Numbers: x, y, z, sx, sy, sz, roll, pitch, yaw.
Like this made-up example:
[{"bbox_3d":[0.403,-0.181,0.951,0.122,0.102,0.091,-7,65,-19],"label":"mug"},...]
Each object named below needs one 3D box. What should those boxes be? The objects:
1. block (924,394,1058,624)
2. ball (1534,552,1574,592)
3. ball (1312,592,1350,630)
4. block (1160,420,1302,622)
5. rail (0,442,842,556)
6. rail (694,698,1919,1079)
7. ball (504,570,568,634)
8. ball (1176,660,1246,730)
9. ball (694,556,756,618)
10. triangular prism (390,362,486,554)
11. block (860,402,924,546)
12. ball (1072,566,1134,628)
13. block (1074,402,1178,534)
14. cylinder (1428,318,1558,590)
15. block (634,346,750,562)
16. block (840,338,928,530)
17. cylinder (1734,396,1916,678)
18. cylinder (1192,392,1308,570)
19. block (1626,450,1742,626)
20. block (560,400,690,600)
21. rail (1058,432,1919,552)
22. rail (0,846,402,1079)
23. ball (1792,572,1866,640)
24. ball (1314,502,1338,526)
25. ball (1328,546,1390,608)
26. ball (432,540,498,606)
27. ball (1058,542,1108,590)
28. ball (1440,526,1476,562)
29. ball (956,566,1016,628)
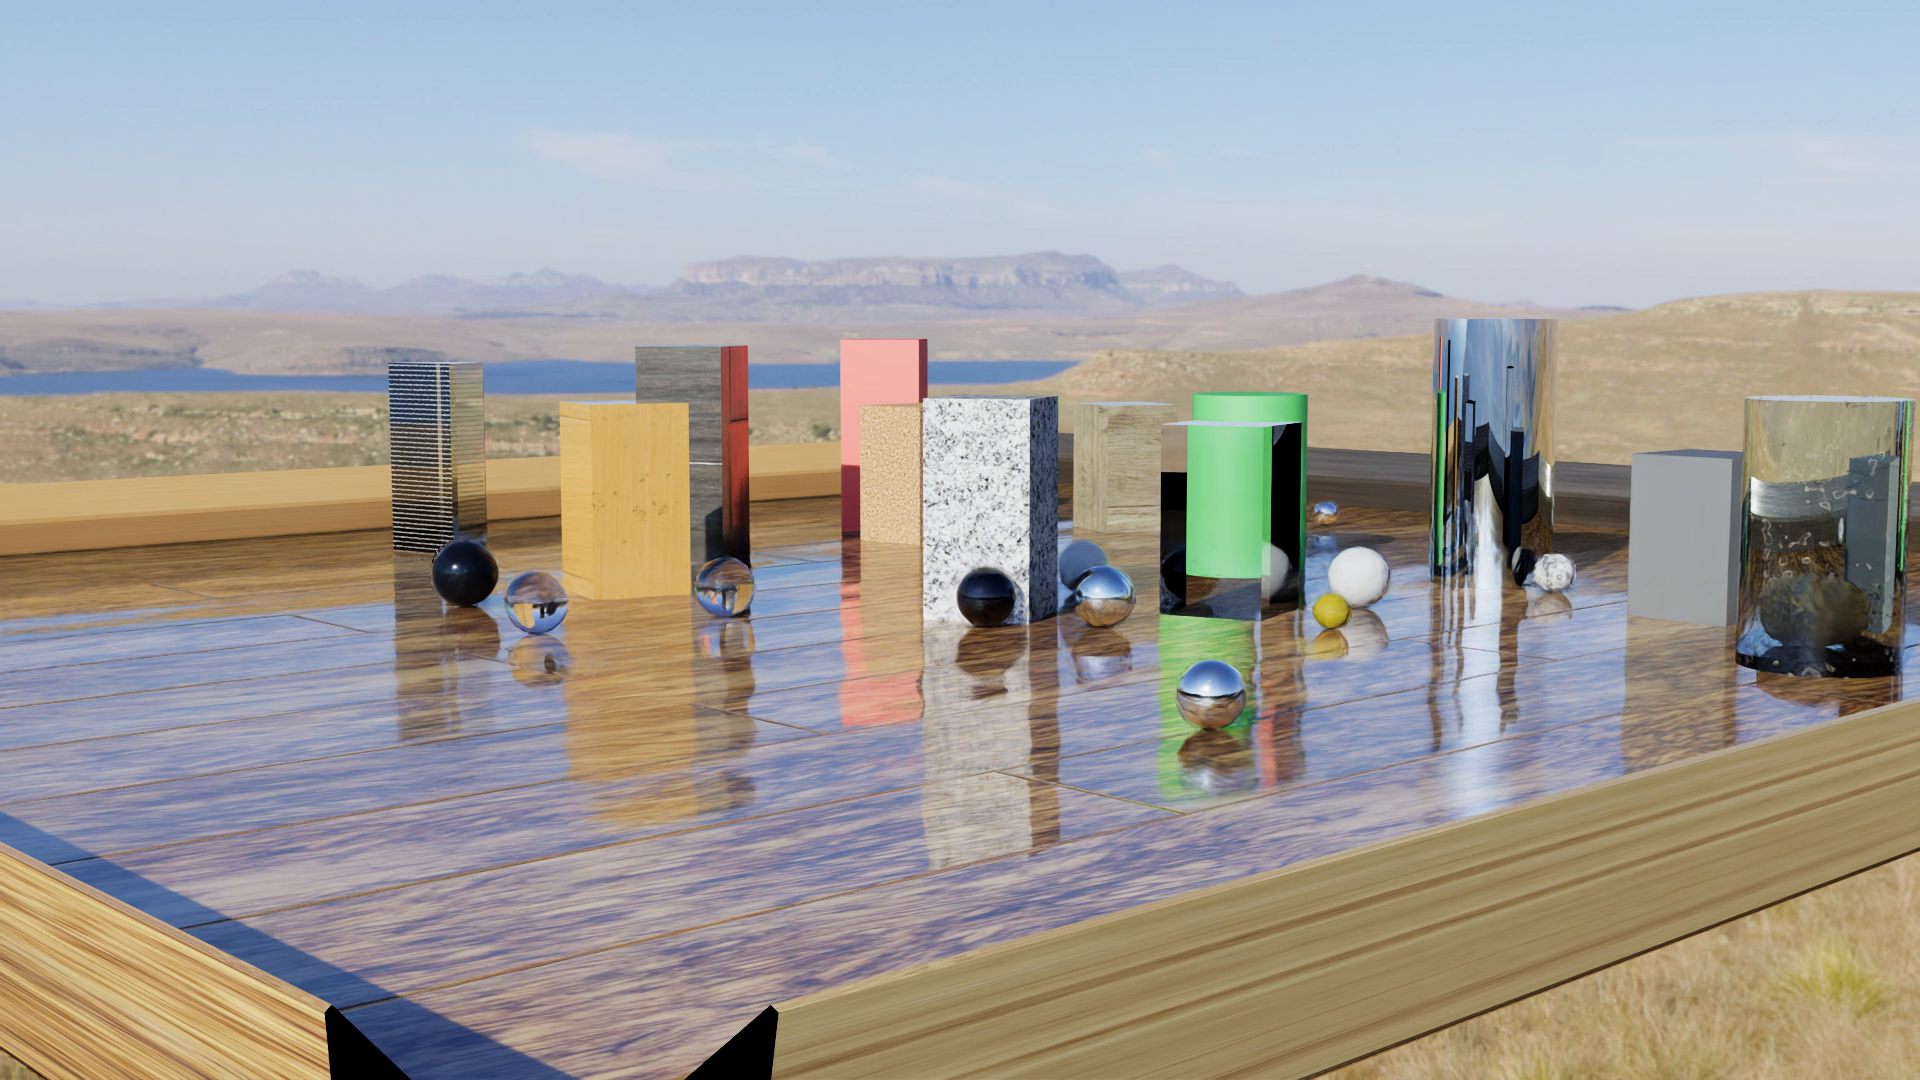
[{"bbox_3d":[0.046,-0.049,3.213,0.158,0.319,0.158,2,6,17],"label":"block"},{"bbox_3d":[0.940,0.052,3.479,0.063,0.063,0.063,0,6,0],"label":"ball"},{"bbox_3d":[0.520,0.099,3.080,0.052,0.052,0.052,0,6,0],"label":"ball"},{"bbox_3d":[0.401,-0.033,3.252,0.158,0.279,0.158,3,7,28],"label":"block"},{"bbox_3d":[-1.111,-0.092,4.530,3.596,0.128,0.045,-5,8,-42],"label":"rail"},{"bbox_3d":[1.111,0.158,2.134,3.596,0.128,0.045,-5,8,-42],"label":"rail"},{"bbox_3d":[-0.584,0.086,3.036,0.087,0.087,0.087,0,6,0],"label":"ball"},{"bbox_3d":[0.268,0.164,2.345,0.075,0.075,0.075,0,6,0],"label":"ball"},{"bbox_3d":[-0.342,0.069,3.199,0.088,0.088,0.088,0,6,0],"label":"ball"},{"bbox_3d":[-0.943,-0.156,4.095,0.171,0.349,0.148,4,7,35],"label":"triangular prism"},{"bbox_3d":[-0.082,-0.132,4.282,0.158,0.262,0.158,5,8,42],"label":"block"},{"bbox_3d":[0.201,0.079,3.098,0.088,0.088,0.088,0,6,0],"label":"ball"},{"bbox_3d":[0.338,-0.151,4.502,0.158,0.255,0.158,-2,6,-22],"label":"block"},{"bbox_3d":[0.871,-0.146,3.598,0.198,0.431,0.198,0,6,0],"label":"cylinder"},{"bbox_3d":[-0.480,-0.158,3.958,0.158,0.381,0.158,1,6,12],"label":"block"},{"bbox_3d":[-0.154,-0.218,4.512,0.158,0.386,0.158,1,6,6],"label":"block"},{"bbox_3d":[1.081,-0.009,2.752,0.198,0.335,0.198,0,6,0],"label":"cylinder"},{"bbox_3d":[0.499,-0.102,3.804,0.198,0.301,0.198,0,6,0],"label":"cylinder"},{"bbox_3d":[1.089,-0.007,3.205,0.158,0.237,0.158,-5,8,-41],"label":"block"},{"bbox_3d":[-0.531,-0.068,3.480,0.158,0.301,0.158,-3,7,-27],"label":"block"},{"bbox_3d":[1.304,-0.091,4.529,0.045,0.128,3.325,-5,8,-42],"label":"rail"},{"bbox_3d":[-1.304,0.158,2.135,0.045,0.128,3.325,-5,8,-42],"label":"rail"},{"bbox_3d":[1.175,0.089,2.975,0.093,0.093,0.093,0,6,0],"label":"ball"},{"bbox_3d":[0.759,-0.055,4.567,0.050,0.050,0.050,0,6,0],"label":"ball"},{"bbox_3d":[0.598,0.056,3.296,0.092,0.092,0.092,0,6,0],"label":"ball"},{"bbox_3d":[-0.747,0.050,3.321,0.099,0.099,0.099,0,6,0],"label":"ball"},{"bbox_3d":[0.195,0.043,3.476,0.081,0.081,0.081,0,6,0],"label":"ball"},{"bbox_3d":[0.887,0.006,3.918,0.064,0.064,0.064,0,6,0],"label":"ball"},{"bbox_3d":[0.037,0.080,3.101,0.086,0.086,0.086,0,6,0],"label":"ball"}]
